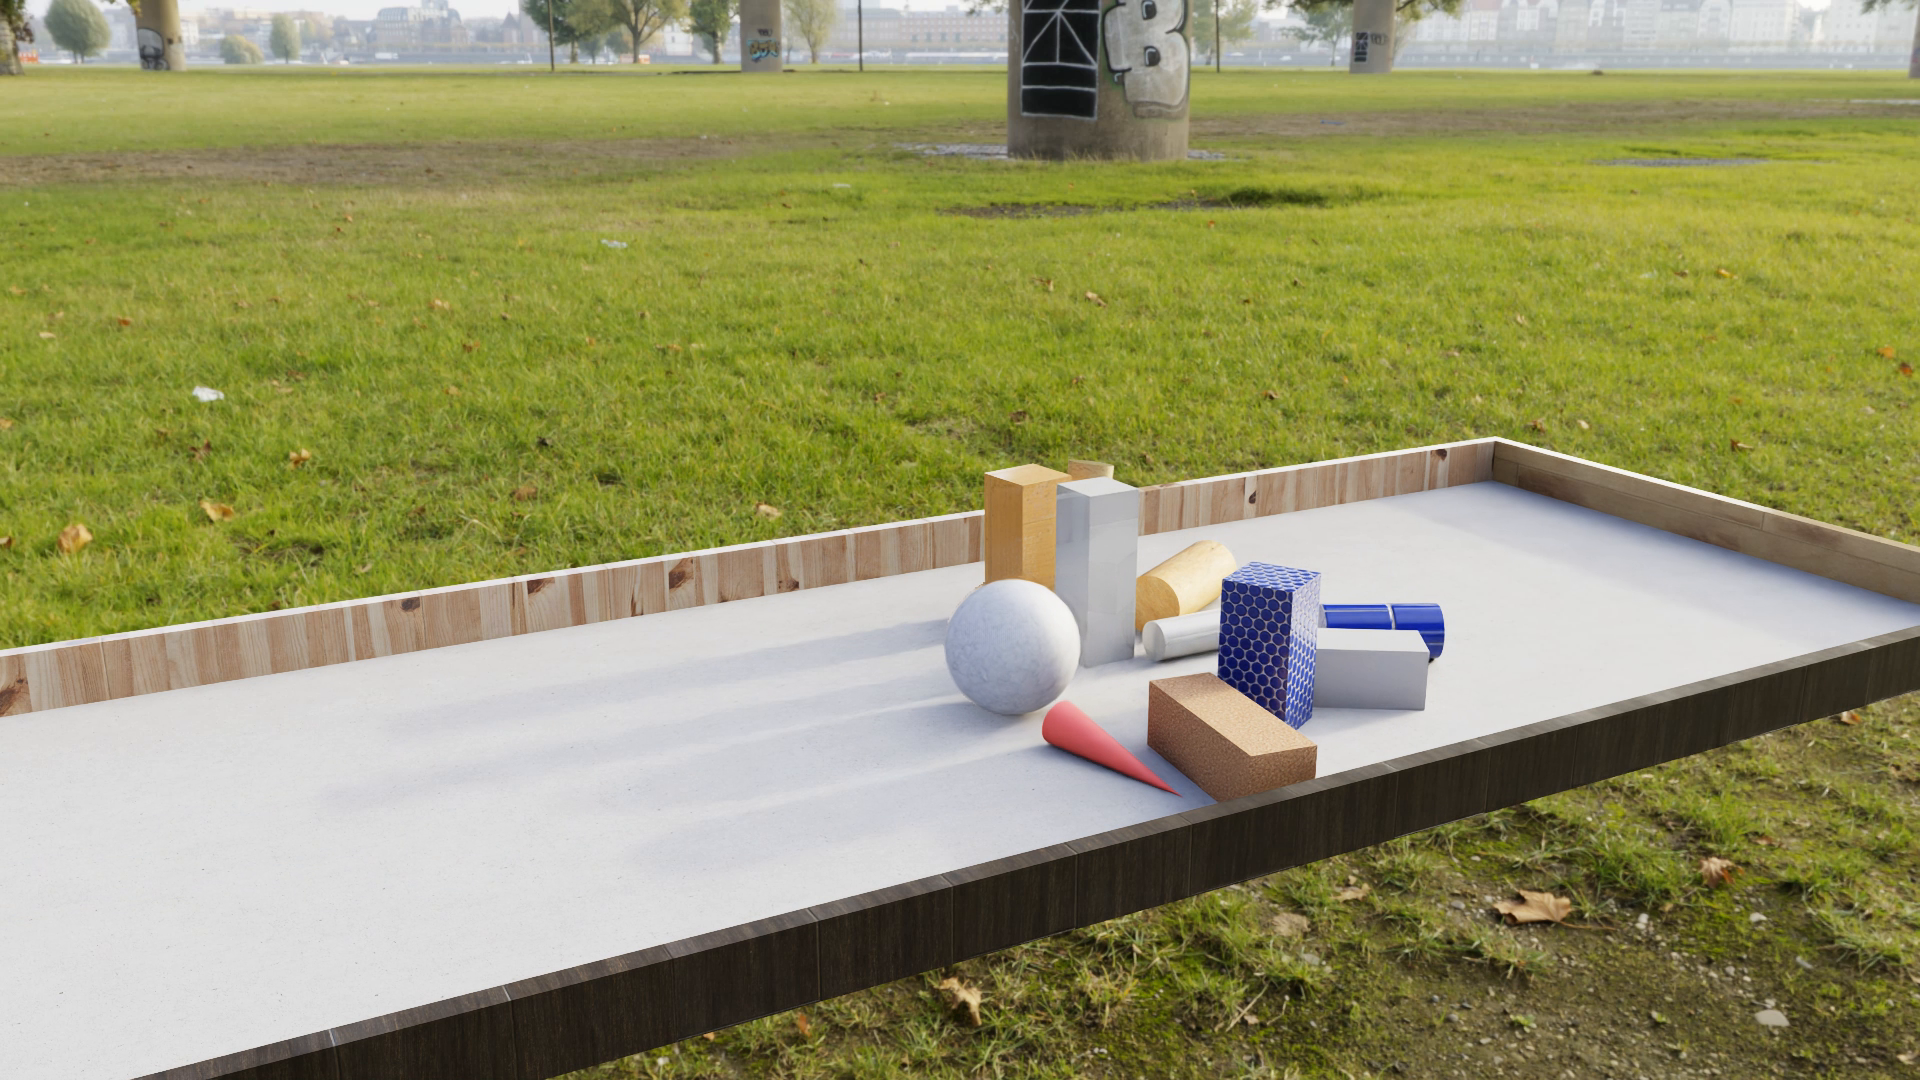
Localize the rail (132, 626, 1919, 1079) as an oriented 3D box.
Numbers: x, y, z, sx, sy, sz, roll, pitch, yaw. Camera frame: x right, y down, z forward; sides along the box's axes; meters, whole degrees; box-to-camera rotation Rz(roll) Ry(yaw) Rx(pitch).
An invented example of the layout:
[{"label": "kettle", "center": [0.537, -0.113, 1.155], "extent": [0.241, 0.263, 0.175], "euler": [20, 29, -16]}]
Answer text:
[{"label": "rail", "center": [-2.336, 1.006, 1.665], "extent": [12.000, 0.150, 0.050], "euler": [-9, 18, -27]}]

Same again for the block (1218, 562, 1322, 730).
[{"label": "block", "center": [0.718, 0.256, 3.846], "extent": [0.172, 0.360, 0.172], "euler": [10, 19, 32]}]

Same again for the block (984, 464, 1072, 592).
[{"label": "block", "center": [0.188, 0.016, 4.569], "extent": [0.170, 0.410, 0.170], "euler": [-12, 20, -34]}]

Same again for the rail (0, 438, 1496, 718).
[{"label": "rail", "center": [-3.305, 0.497, 3.399], "extent": [12.000, 0.150, 0.050], "euler": [-9, 18, -27]}]

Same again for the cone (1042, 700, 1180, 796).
[{"label": "cone", "center": [0.350, 0.480, 3.627], "extent": [0.106, 0.106, 0.385], "euler": [-14, 29, -39]}]

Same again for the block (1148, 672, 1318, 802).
[{"label": "block", "center": [0.580, 0.443, 3.570], "extent": [0.156, 0.156, 0.447], "euler": [-6, 17, -20]}]

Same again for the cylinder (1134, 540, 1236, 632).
[{"label": "cylinder", "center": [0.620, 0.129, 4.618], "extent": [0.168, 0.168, 0.399], "euler": [10, 19, 30]}]

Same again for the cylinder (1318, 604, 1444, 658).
[{"label": "cylinder", "center": [1.087, 0.237, 4.289], "extent": [0.305, 0.145, 0.145], "euler": [0, 16, -1]}]

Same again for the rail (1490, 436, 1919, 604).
[{"label": "rail", "center": [2.466, -0.048, 5.253], "extent": [0.050, 0.150, 2.100], "euler": [-9, 18, -27]}]

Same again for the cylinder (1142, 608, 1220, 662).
[{"label": "cylinder", "center": [0.638, 0.242, 4.341], "extent": [0.306, 0.107, 0.107], "euler": [-8, 18, -26]}]

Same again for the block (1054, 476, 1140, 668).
[{"label": "block", "center": [0.351, 0.082, 4.269], "extent": [0.151, 0.456, 0.151], "euler": [-9, 19, -29]}]

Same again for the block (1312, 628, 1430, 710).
[{"label": "block", "center": [0.931, 0.312, 4.026], "extent": [0.384, 0.150, 0.150], "euler": [1, 16, 4]}]

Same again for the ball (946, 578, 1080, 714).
[{"label": "ball", "center": [0.126, 0.253, 3.922], "extent": [0.322, 0.322, 0.322], "euler": [0, 16, 0]}]

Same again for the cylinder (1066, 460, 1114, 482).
[{"label": "cylinder", "center": [0.346, -0.019, 4.671], "extent": [0.130, 0.404, 0.130], "euler": [7, 8, -1]}]
